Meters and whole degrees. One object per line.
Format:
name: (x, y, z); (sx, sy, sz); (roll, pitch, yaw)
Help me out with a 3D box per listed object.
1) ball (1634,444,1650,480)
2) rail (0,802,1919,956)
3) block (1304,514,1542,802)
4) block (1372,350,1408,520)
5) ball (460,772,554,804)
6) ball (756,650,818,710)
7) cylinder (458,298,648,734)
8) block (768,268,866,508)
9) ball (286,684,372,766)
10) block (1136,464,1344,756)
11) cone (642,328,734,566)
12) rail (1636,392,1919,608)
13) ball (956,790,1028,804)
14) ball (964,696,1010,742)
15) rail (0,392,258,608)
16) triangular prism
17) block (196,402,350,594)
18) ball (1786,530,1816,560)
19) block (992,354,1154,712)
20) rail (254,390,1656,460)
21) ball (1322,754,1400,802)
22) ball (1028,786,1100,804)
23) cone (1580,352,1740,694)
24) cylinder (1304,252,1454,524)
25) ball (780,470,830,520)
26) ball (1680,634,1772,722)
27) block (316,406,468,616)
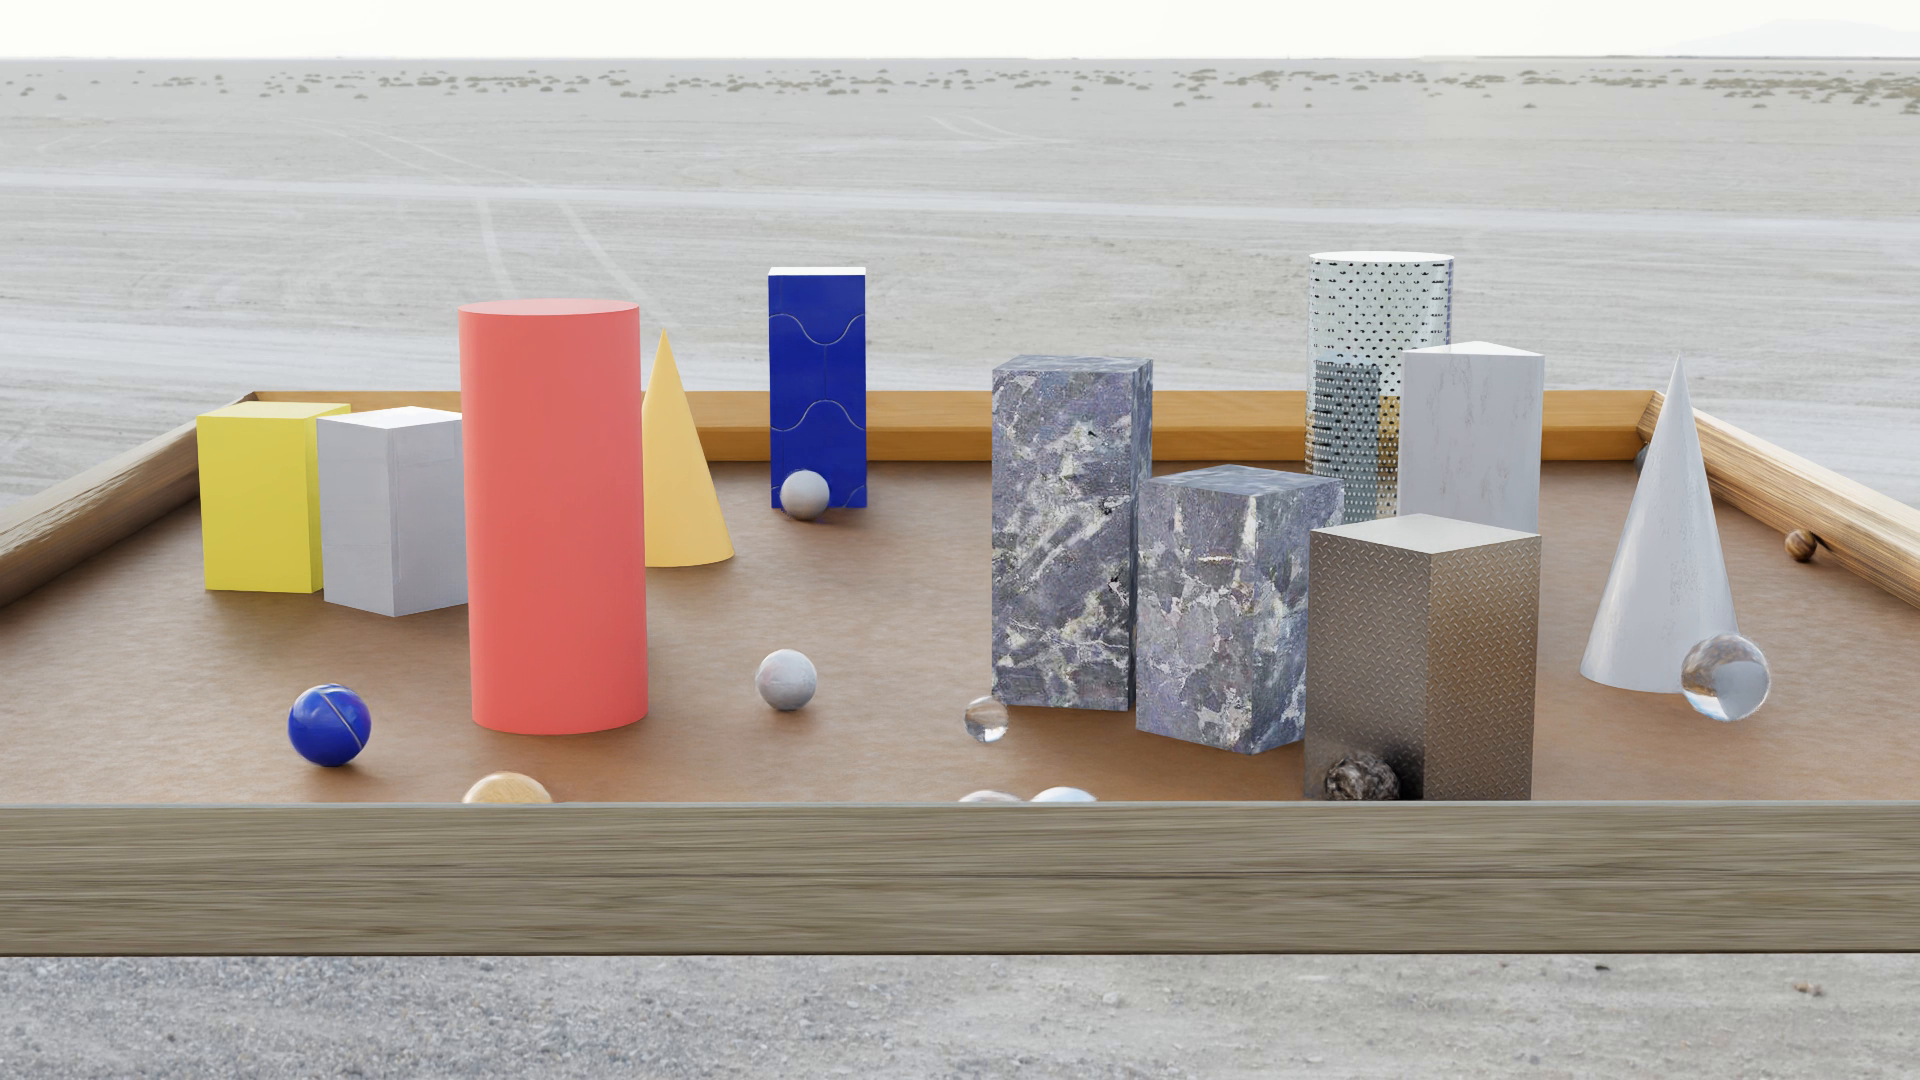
ball: (1.211, -0.127, 4.431); (0.089, 0.089, 0.089); (0, 10, 0)
rail: (0.008, 0.276, 2.139); (2.608, 0.129, 0.045); (0, 10, 0)
block: (0.458, 0.127, 2.548); (0.159, 0.274, 0.159); (-8, 13, -37)
block: (0.733, -0.138, 3.943); (0.159, 0.288, 0.159); (4, 11, 22)
ball: (-0.415, 0.258, 2.347); (0.091, 0.091, 0.091); (0, 10, 0)
ball: (-0.198, 0.160, 2.934); (0.070, 0.070, 0.070); (0, 10, 0)
cylinder: (-0.455, -0.031, 2.884); (0.199, 0.463, 0.199); (0, 10, 0)
block: (-0.238, -0.259, 4.323); (0.159, 0.388, 0.159); (0, 10, -2)
ball: (-0.664, 0.194, 2.700); (0.086, 0.086, 0.086); (0, 10, 0)
block: (0.308, 0.072, 2.829); (0.159, 0.280, 0.159); (10, 14, 43)
cone: (-0.440, -0.149, 3.843); (0.199, 0.345, 0.199); (0, 10, 0)
rail: (1.281, 0.032, 3.456); (0.045, 0.129, 2.711); (0, 10, 0)
ball: (0.028, 0.270, 2.257); (0.099, 0.099, 0.099); (0, 10, 0)
ball: (0.029, 0.196, 2.796); (0.049, 0.049, 0.049); (0, 10, 0)
rail: (-1.281, 0.035, 3.441); (0.045, 0.129, 2.711); (0, 10, 0)
triangular prism: (0.658, -0.063, 3.306); (0.172, 0.372, 0.149); (3, 11, 14)
block: (-0.971, -0.063, 3.655); (0.159, 0.246, 0.159); (2, 11, 10)
ball: (1.253, 0.008, 3.822); (0.045, 0.045, 0.045); (0, 10, 0)
block: (0.132, -0.012, 2.990); (0.159, 0.388, 0.159); (2, 11, 13)
rail: (-0.008, -0.209, 4.759); (2.608, 0.129, 0.045); (0, 10, 0)
ball: (0.386, 0.244, 2.469); (0.074, 0.074, 0.074); (0, 10, 0)
ball: (0.095, 0.265, 2.322); (0.084, 0.084, 0.084); (0, 10, 0)
cone: (0.853, -0.031, 3.074); (0.199, 0.395, 0.199); (0, 10, 0)
cylinder: (0.584, -0.164, 3.600); (0.199, 0.465, 0.199); (0, 10, 0)
ball: (-0.251, -0.073, 4.161); (0.081, 0.081, 0.081); (0, 10, 0)
ball: (0.861, 0.155, 2.884); (0.098, 0.098, 0.098); (0, 10, 0)
block: (-0.764, -0.042, 3.519); (0.159, 0.254, 0.159); (9, 14, 41)
